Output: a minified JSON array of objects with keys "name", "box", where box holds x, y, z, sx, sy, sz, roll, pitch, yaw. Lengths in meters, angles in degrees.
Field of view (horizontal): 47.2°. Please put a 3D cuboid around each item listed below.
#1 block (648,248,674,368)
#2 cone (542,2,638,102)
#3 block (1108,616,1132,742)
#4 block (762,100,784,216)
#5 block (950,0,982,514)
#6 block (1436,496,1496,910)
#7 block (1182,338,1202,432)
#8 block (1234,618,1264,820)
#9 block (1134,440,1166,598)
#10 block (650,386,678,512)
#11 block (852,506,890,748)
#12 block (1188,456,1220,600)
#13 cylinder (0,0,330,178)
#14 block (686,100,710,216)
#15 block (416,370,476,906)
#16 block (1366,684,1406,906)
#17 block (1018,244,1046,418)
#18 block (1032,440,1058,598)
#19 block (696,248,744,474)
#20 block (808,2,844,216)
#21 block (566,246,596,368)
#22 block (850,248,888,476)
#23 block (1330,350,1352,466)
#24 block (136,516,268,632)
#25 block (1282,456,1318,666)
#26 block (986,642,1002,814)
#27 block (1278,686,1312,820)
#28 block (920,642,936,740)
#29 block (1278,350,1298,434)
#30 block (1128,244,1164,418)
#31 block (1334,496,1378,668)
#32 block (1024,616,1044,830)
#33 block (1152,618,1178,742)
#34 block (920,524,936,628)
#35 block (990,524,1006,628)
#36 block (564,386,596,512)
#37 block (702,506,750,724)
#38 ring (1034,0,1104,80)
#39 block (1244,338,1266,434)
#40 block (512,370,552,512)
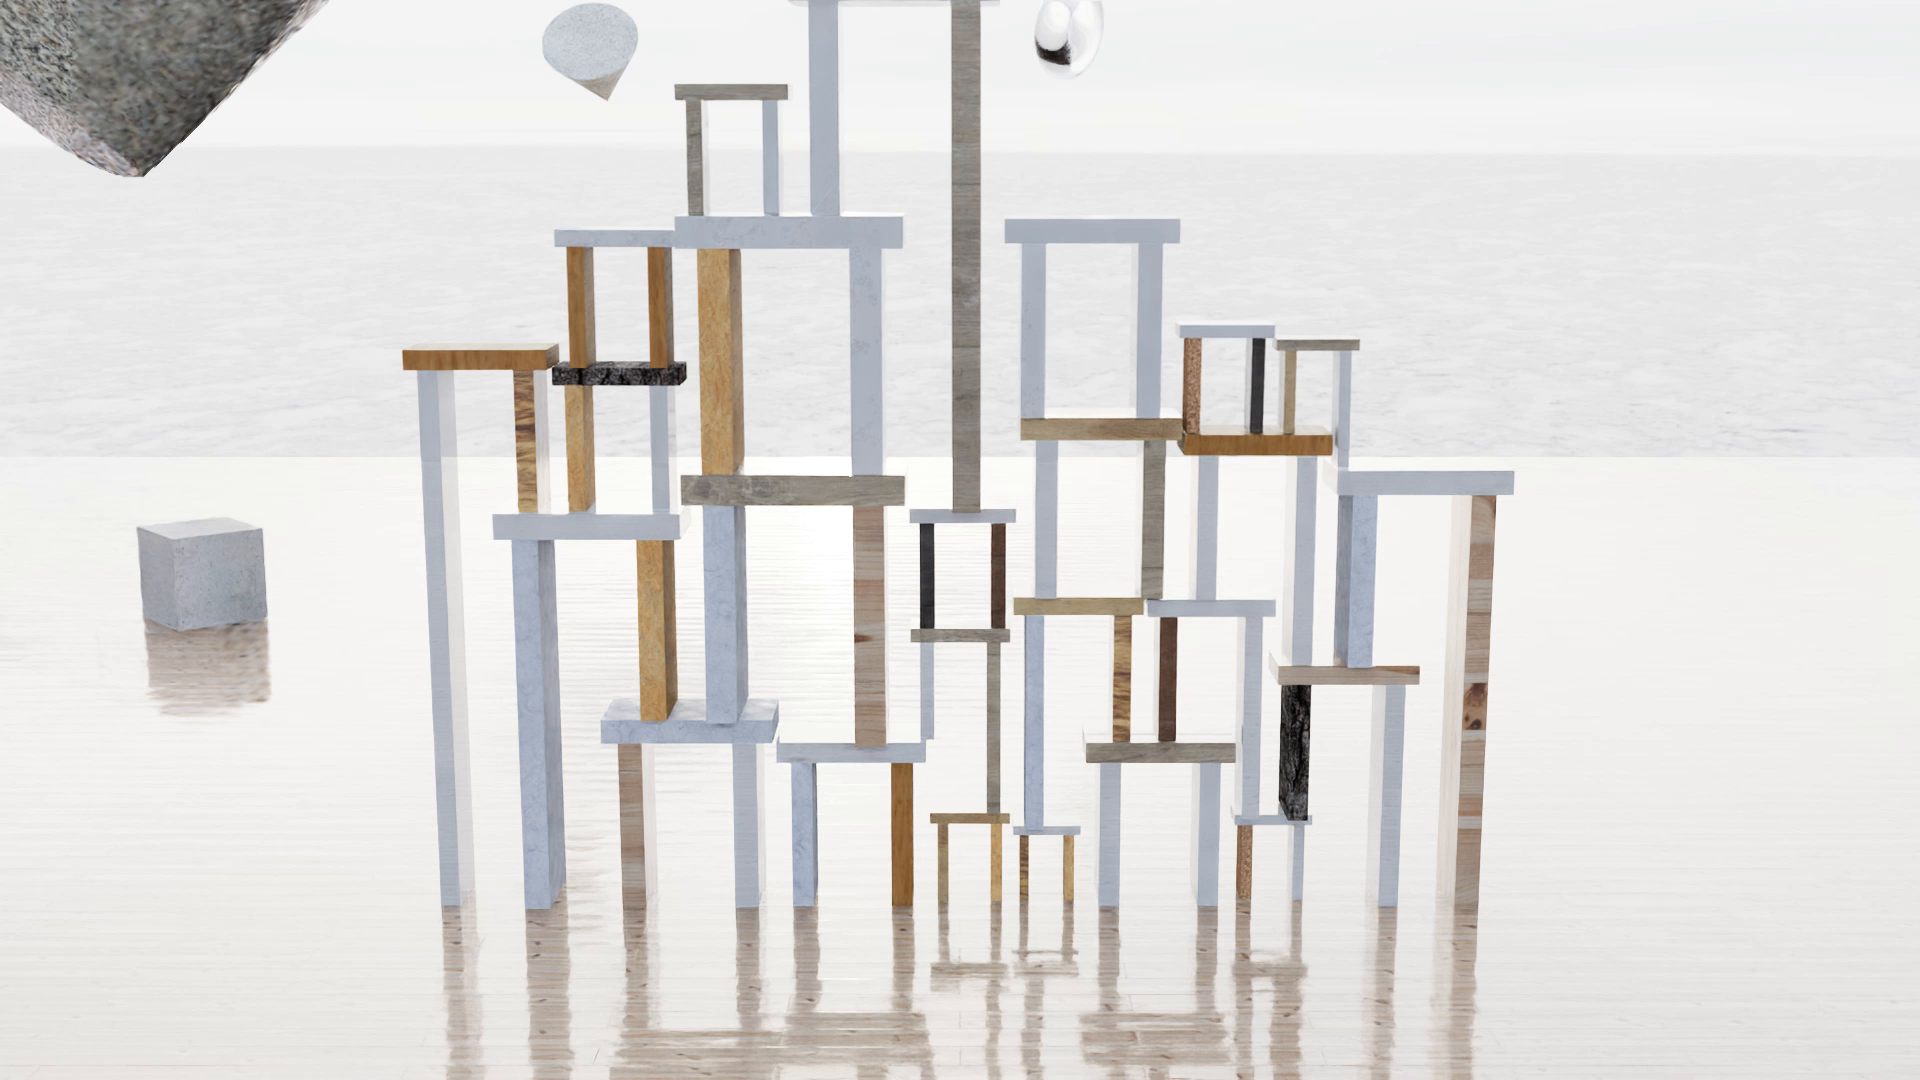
[{"name":"block","box":[-0.474,-0.371,3.485,0.027,0.189,0.095,0,11,0]},{"name":"cone","box":[-1.067,-1.383,6.496,0.283,0.283,0.283,0,-27,2]},{"name":"block","box":[0.262,0.214,3.597,0.030,0.210,0.105,0,10,0]},{"name":"block","box":[-0.293,-0.599,3.445,0.025,0.176,0.088,0,10,0]},{"name":"block","box":[0.010,-0.443,3.474,0.046,0.786,0.161,0,11,0]},{"name":"block","box":[0.828,0.254,3.602,0.040,0.686,0.140,0,11,0]},{"name":"block","box":[0.370,-0.251,3.513,0.021,0.150,0.075,0,11,0]},{"name":"block","box":[0.474,0.281,3.611,0.029,0.338,0.103,0,11,0]},{"name":"block","box":[0.307,-0.043,3.551,0.036,0.255,0.127,0,10,0]},{"name":"block","box":[-0.476,-0.153,3.534,0.028,0.201,0.100,0,11,0]},{"name":"block","box":[-0.144,0.124,3.586,0.050,0.393,0.177,0,10,0]},{"name":"block","box":[0.394,-0.029,3.554,0.033,0.234,0.117,0,11,0]},{"name":"cylinder","box":[-0.374,-0.292,0.997,0.179,0.179,0.179,11,56,46]},{"name":"block","box":[-0.410,-0.599,3.446,0.025,0.175,0.088,0,10,0]},{"name":"block","box":[-0.837,0.157,3.588,0.032,0.881,0.113,0,11,0]},{"name":"block","box":[0.703,0.407,3.632,0.032,0.374,0.114,0,11,0]},{"name":"block","box":[0.114,-0.337,3.493,0.039,0.272,0.136,0,10,0]},{"name":"block","box":[0.137,-0.043,3.549,0.036,0.255,0.127,0,10,0]},{"name":"block","box":[-0.380,-0.291,3.506,0.050,0.352,0.176,0,10,0]},{"name":"block","box":[-0.208,-0.672,3.438,0.046,0.322,0.161,0,10,0]},{"name":"block","box":[-0.600,-0.372,3.485,0.027,0.189,0.095,0,11,0]},{"name":"block","box":[-0.145,-0.291,3.504,0.050,0.352,0.176,0,10,0]},{"name":"block","box":[0.609,-0.213,3.515,0.018,0.185,0.065,-1,11,0]},{"name":"block","box":[-1.977,0.084,5.738,0.239,0.239,0.239,-9,14,-40]},{"name":"block","box":[0.550,0.024,3.564,0.033,0.341,0.117,0,11,0]},{"name":"block","box":[0.055,0.300,3.614,0.023,0.288,0.081,0,11,0]},{"name":"block","box":[0.551,0.335,3.619,0.032,0.228,0.114,0,10,0]},{"name":"block","box":[-0.053,0.238,3.603,0.023,0.162,0.081,0,11,0]},{"name":"block","box":[0.522,-0.240,3.510,0.018,0.131,0.065,0,11,0]},{"name":"block","box":[0.295,-0.337,3.494,0.039,0.272,0.136,0,10,0]},{"name":"block","box":[0.641,0.054,3.565,0.040,0.280,0.140,0,11,0]},{"name":"block","box":[0.121,0.288,3.611,0.030,0.360,0.105,0,10,0]},{"name":"block","box":[0.336,0.216,3.600,0.029,0.206,0.103,0,11,0]},{"name":"block","box":[-0.053,0.050,3.573,0.024,0.172,0.086,0,11,0]},{"name":"block","box":[0.062,0.050,3.572,0.024,0.172,0.086,0,11,0]},{"name":"block","box":[-0.610,-0.154,3.534,0.028,0.201,0.100,0,11,0]},{"name":"block","box":[-0.381,0.104,3.582,0.050,0.354,0.177,0,10,1]},{"name":"ring","box":[0.342,-1.596,6.859,0.107,0.322,0.322,17,18,30]},{"name":"block","box":[0.471,-0.251,3.513,0.021,0.150,0.075,0,11,0]},{"name":"block","box":[-0.686,-0.166,3.528,0.032,0.226,0.113,0,11,0]}]
